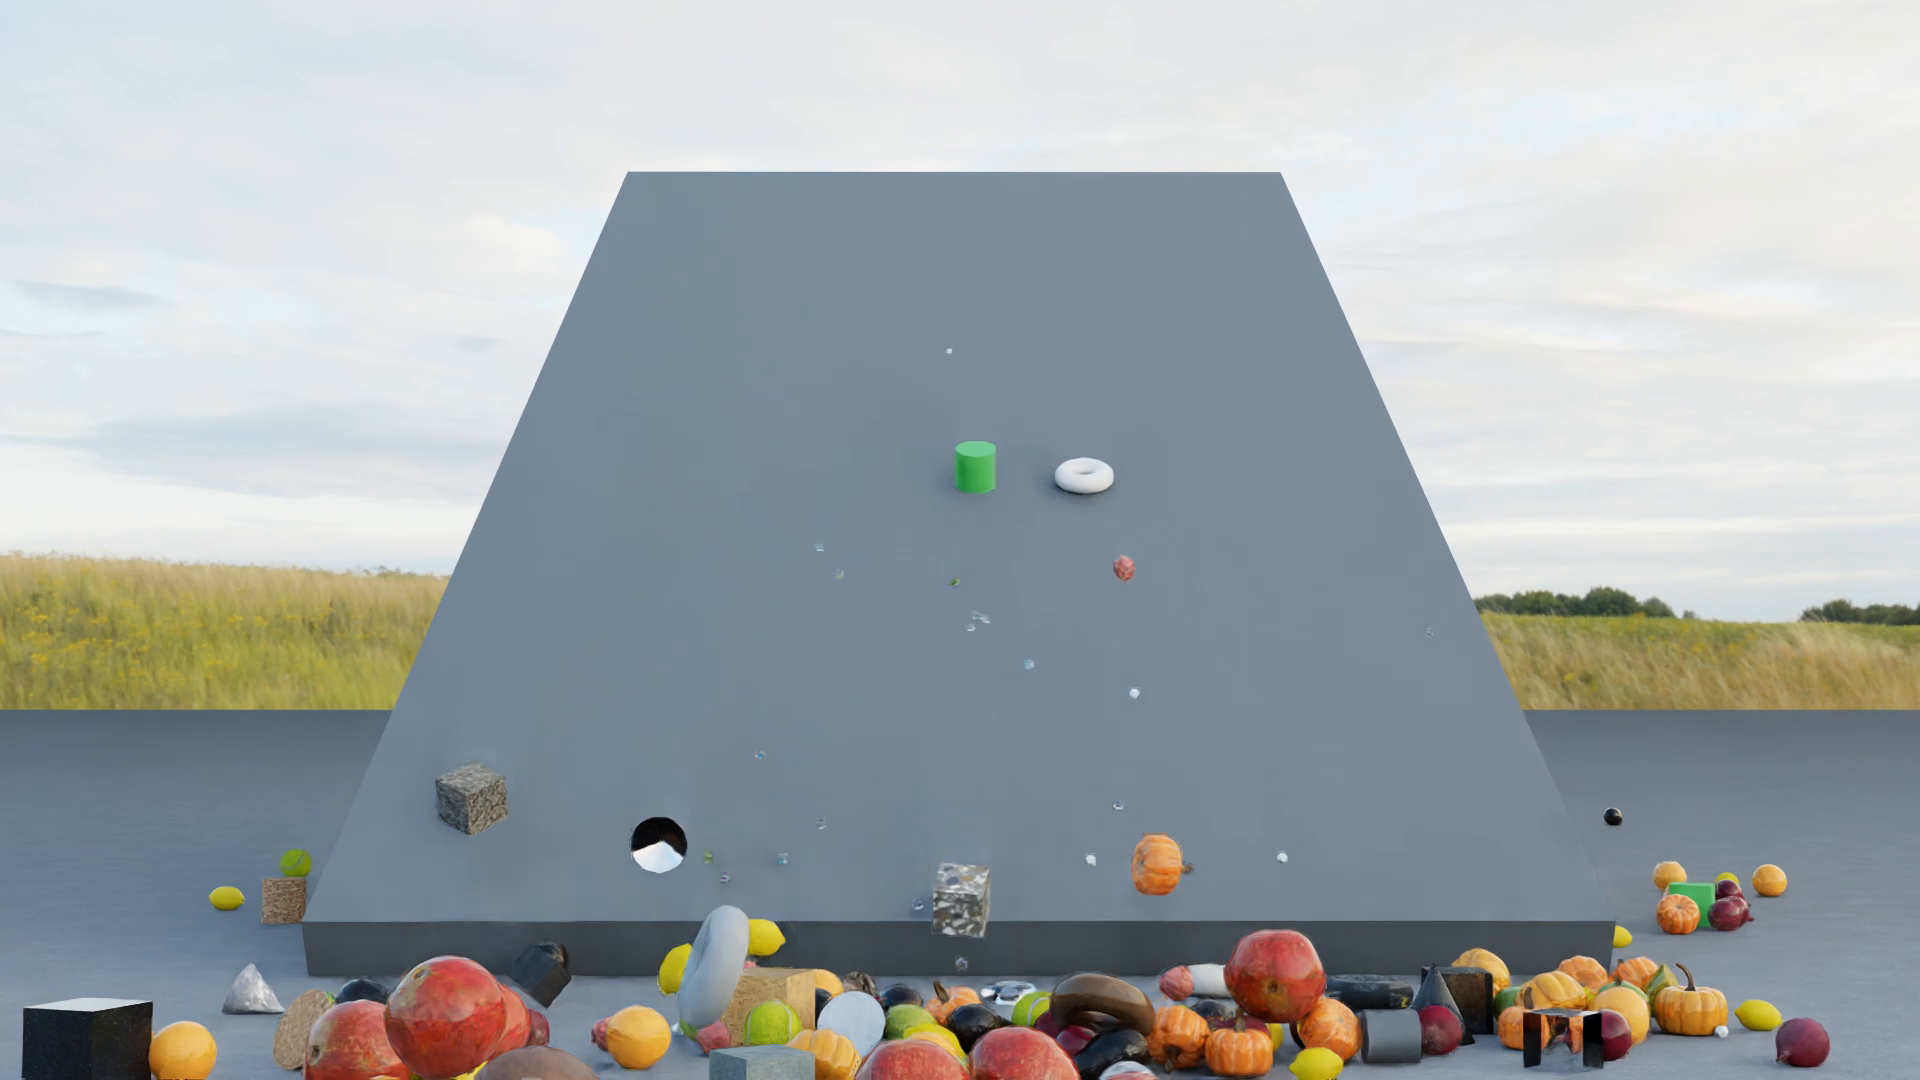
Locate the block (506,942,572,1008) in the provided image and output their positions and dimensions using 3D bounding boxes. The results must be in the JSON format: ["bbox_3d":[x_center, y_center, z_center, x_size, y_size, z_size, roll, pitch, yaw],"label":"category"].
[{"bbox_3d":[-0.577,0.597,3.213,0.054,0.054,0.054,27,-23,33],"label":"block"}]

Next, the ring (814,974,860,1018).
[{"bbox_3d":[-0.202,0.617,3.170,0.141,0.047,0.141,1,-4,0],"label":"ring"}]

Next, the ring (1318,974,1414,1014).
[{"bbox_3d":[0.555,0.621,3.211,0.131,0.044,0.131,1,-4,0],"label":"ring"}]

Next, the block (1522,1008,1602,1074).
[{"bbox_3d":[0.692,0.575,2.693,0.063,0.063,0.063,4,-5,-42],"label":"block"}]

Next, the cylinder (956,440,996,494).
[{"bbox_3d":[0.035,-0.156,5.024,0.086,0.086,0.086,0,25,0],"label":"cylinder"}]

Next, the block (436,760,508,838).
[{"bbox_3d":[-0.792,0.420,3.808,0.079,0.079,0.079,20,32,35],"label":"block"}]

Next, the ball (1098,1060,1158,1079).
[{"bbox_3d":[0.165,0.546,2.309,0.066,0.066,0.066,0,-4,0],"label":"ball"}]

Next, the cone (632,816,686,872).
[{"bbox_3d":[-0.472,0.480,3.729,0.088,0.088,0.088,0,-1,1],"label":"cone"}]

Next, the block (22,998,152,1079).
[{"bbox_3d":[-0.943,0.549,2.534,0.093,0.093,0.093,-2,-4,21],"label":"block"}]

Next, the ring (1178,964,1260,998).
[{"bbox_3d":[0.371,0.635,3.376,0.118,0.039,0.118,1,-5,0],"label":"ring"}]

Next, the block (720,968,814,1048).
[{"bbox_3d":[-0.236,0.576,2.890,0.087,0.087,0.087,-1,-4,20],"label":"block"}]

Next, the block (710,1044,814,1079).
[{"bbox_3d":[-0.195,0.541,2.305,0.076,0.076,0.076,3,-5,-34],"label":"block"}]

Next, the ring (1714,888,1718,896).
[{"bbox_3d":[1.545,0.746,4.945,0.103,0.034,0.103,-1,-4,0],"label":"ring"}]

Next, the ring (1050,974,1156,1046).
[{"bbox_3d":[0.160,0.530,2.640,0.122,0.041,0.122,11,-37,9],"label":"ring"}]

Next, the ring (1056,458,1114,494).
[{"bbox_3d":[0.268,-0.137,5.036,0.126,0.042,0.126,-1,27,0],"label":"ring"}]

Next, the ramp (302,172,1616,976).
[{"bbox_3d":[-0.009,-0.229,5.395,2.000,0.100,4.000,0,25,0],"label":"ramp"}]

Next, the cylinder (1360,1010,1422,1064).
[{"bbox_3d":[0.501,0.579,2.734,0.061,0.061,0.061,0,-4,-1],"label":"cylinder"}]

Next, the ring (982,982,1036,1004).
[{"bbox_3d":[0.069,0.635,3.288,0.078,0.026,0.078,-1,-3,0],"label":"ring"}]

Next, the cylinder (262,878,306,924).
[{"bbox_3d":[-1.296,0.691,4.495,0.082,0.082,0.082,0,-4,0],"label":"cylinder"}]

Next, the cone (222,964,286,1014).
[{"bbox_3d":[-0.941,0.622,3.167,0.076,0.076,0.076,27,-4,2],"label":"cone"}]

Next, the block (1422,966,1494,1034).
[{"bbox_3d":[0.637,0.590,3.006,0.076,0.076,0.076,0,-4,1],"label":"block"}]

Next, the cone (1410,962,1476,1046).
[{"bbox_3d":[0.589,0.572,2.912,0.098,0.098,0.098,0,-4,0],"label":"cone"}]

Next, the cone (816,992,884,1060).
[{"bbox_3d":[-0.118,0.595,2.803,0.085,0.085,0.085,-1,-31,17],"label":"cone"}]

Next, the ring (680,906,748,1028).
[{"bbox_3d":[-0.225,0.391,2.148,0.038,0.115,0.115,21,-8,-11],"label":"ring"}]

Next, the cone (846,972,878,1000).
[{"bbox_3d":[-0.150,0.634,3.261,0.053,0.053,0.053,2,-31,-27],"label":"cone"}]

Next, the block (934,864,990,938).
[{"bbox_3d":[0.003,0.545,3.551,0.076,0.076,0.076,4,26,7],"label":"block"}]

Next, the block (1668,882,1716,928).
[{"bbox_3d":[1.384,0.689,4.433,0.077,0.077,0.077,-2,-4,22],"label":"block"}]

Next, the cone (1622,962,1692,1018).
[{"bbox_3d":[0.923,0.619,3.136,0.080,0.080,0.080,-30,-14,18],"label":"cone"}]

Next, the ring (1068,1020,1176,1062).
[{"bbox_3d":[0.193,0.591,2.776,0.128,0.043,0.128,1,-3,0],"label":"ring"}]
